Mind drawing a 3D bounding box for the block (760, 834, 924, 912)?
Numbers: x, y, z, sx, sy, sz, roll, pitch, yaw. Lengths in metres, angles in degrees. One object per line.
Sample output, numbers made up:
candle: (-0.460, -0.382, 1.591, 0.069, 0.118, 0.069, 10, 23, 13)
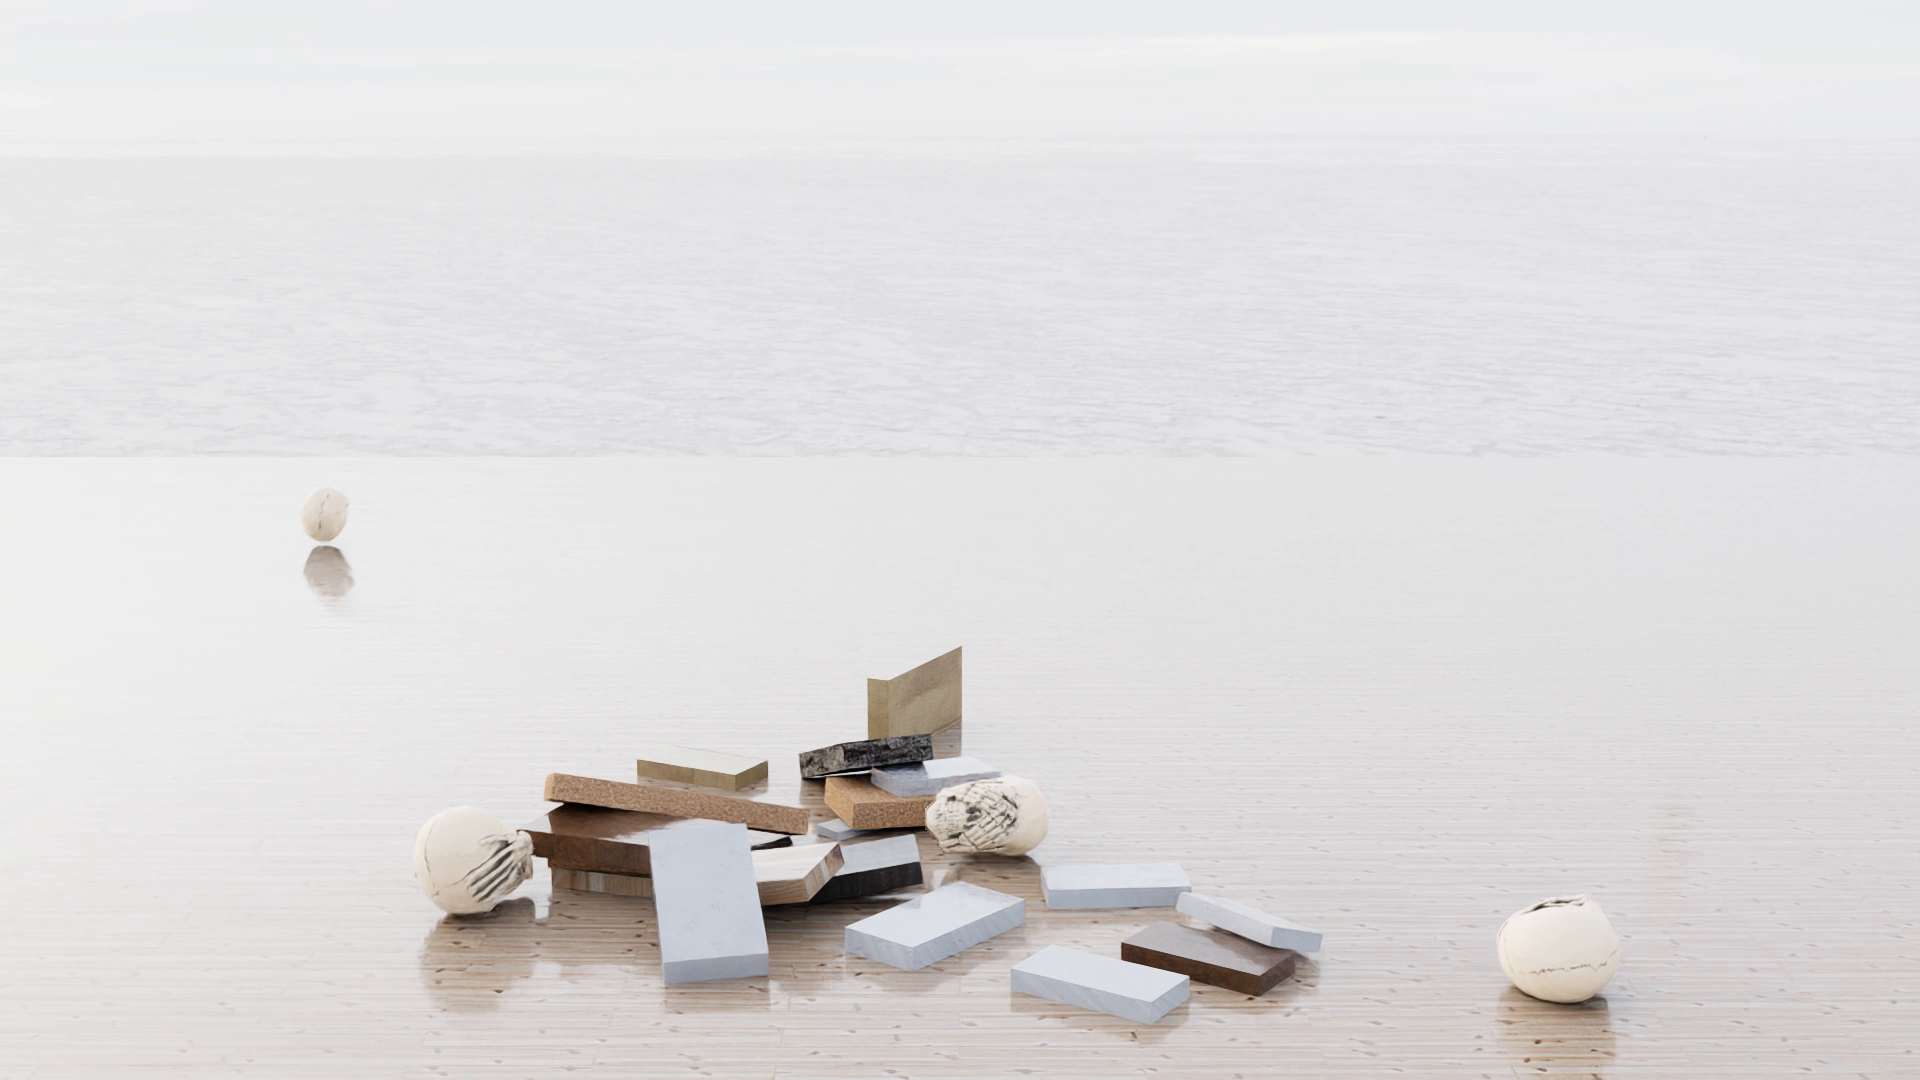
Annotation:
block: (-0.204, 0.552, 3.649, 0.276, 0.039, 0.138, -10, 12, -3)

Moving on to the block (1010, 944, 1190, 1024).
block: (0.205, 0.653, 3.240, 0.236, 0.033, 0.118, 7, 13, 33)

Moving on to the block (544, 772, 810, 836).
block: (-0.497, 0.464, 3.847, 0.446, 0.044, 0.157, 10, -10, -14)

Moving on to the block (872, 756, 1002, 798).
block: (-0.044, 0.439, 4.082, 0.216, 0.031, 0.108, -3, 11, -33)

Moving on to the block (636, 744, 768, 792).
block: (-0.508, 0.449, 4.339, 0.232, 0.033, 0.116, 6, 12, 27)

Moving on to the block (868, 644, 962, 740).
block: (-0.091, 0.335, 4.578, 0.048, 0.170, 0.339, 5, 12, 25)

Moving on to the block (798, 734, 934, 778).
block: (-0.184, 0.413, 4.194, 0.170, 0.048, 0.339, -5, -7, -19)

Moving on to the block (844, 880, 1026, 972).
block: (-0.037, 0.607, 3.470, 0.138, 0.039, 0.276, 9, 14, 39)

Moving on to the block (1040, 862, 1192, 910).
block: (0.258, 0.575, 3.658, 0.236, 0.033, 0.118, -1, 11, -4)

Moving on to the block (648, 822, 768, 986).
block: (-0.393, 0.559, 3.410, 0.157, 0.044, 0.313, -3, 31, -11)

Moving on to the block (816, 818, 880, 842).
block: (-0.197, 0.520, 3.998, 0.116, 0.016, 0.058, -10, 16, -44)

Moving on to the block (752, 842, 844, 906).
block: (-0.341, 0.549, 3.570, 0.276, 0.039, 0.138, -9, 13, 24)

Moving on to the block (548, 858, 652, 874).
block: (-0.569, 0.528, 3.731, 0.232, 0.033, 0.116, 2, 11, 10)

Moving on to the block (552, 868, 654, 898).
block: (-0.559, 0.564, 3.721, 0.232, 0.033, 0.116, 3, 11, 17)

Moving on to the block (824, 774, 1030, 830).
block: (-0.062, 0.480, 4.072, 0.339, 0.048, 0.170, 0, 10, -21)

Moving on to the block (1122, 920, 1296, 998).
block: (0.377, 0.634, 3.341, 0.236, 0.033, 0.118, 7, 13, 34)

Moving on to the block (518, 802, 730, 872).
block: (-0.561, 0.499, 3.678, 0.313, 0.044, 0.157, 4, 11, 20)

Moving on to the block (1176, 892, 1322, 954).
block: (0.450, 0.597, 3.438, 0.108, 0.031, 0.216, 15, -2, -36)
